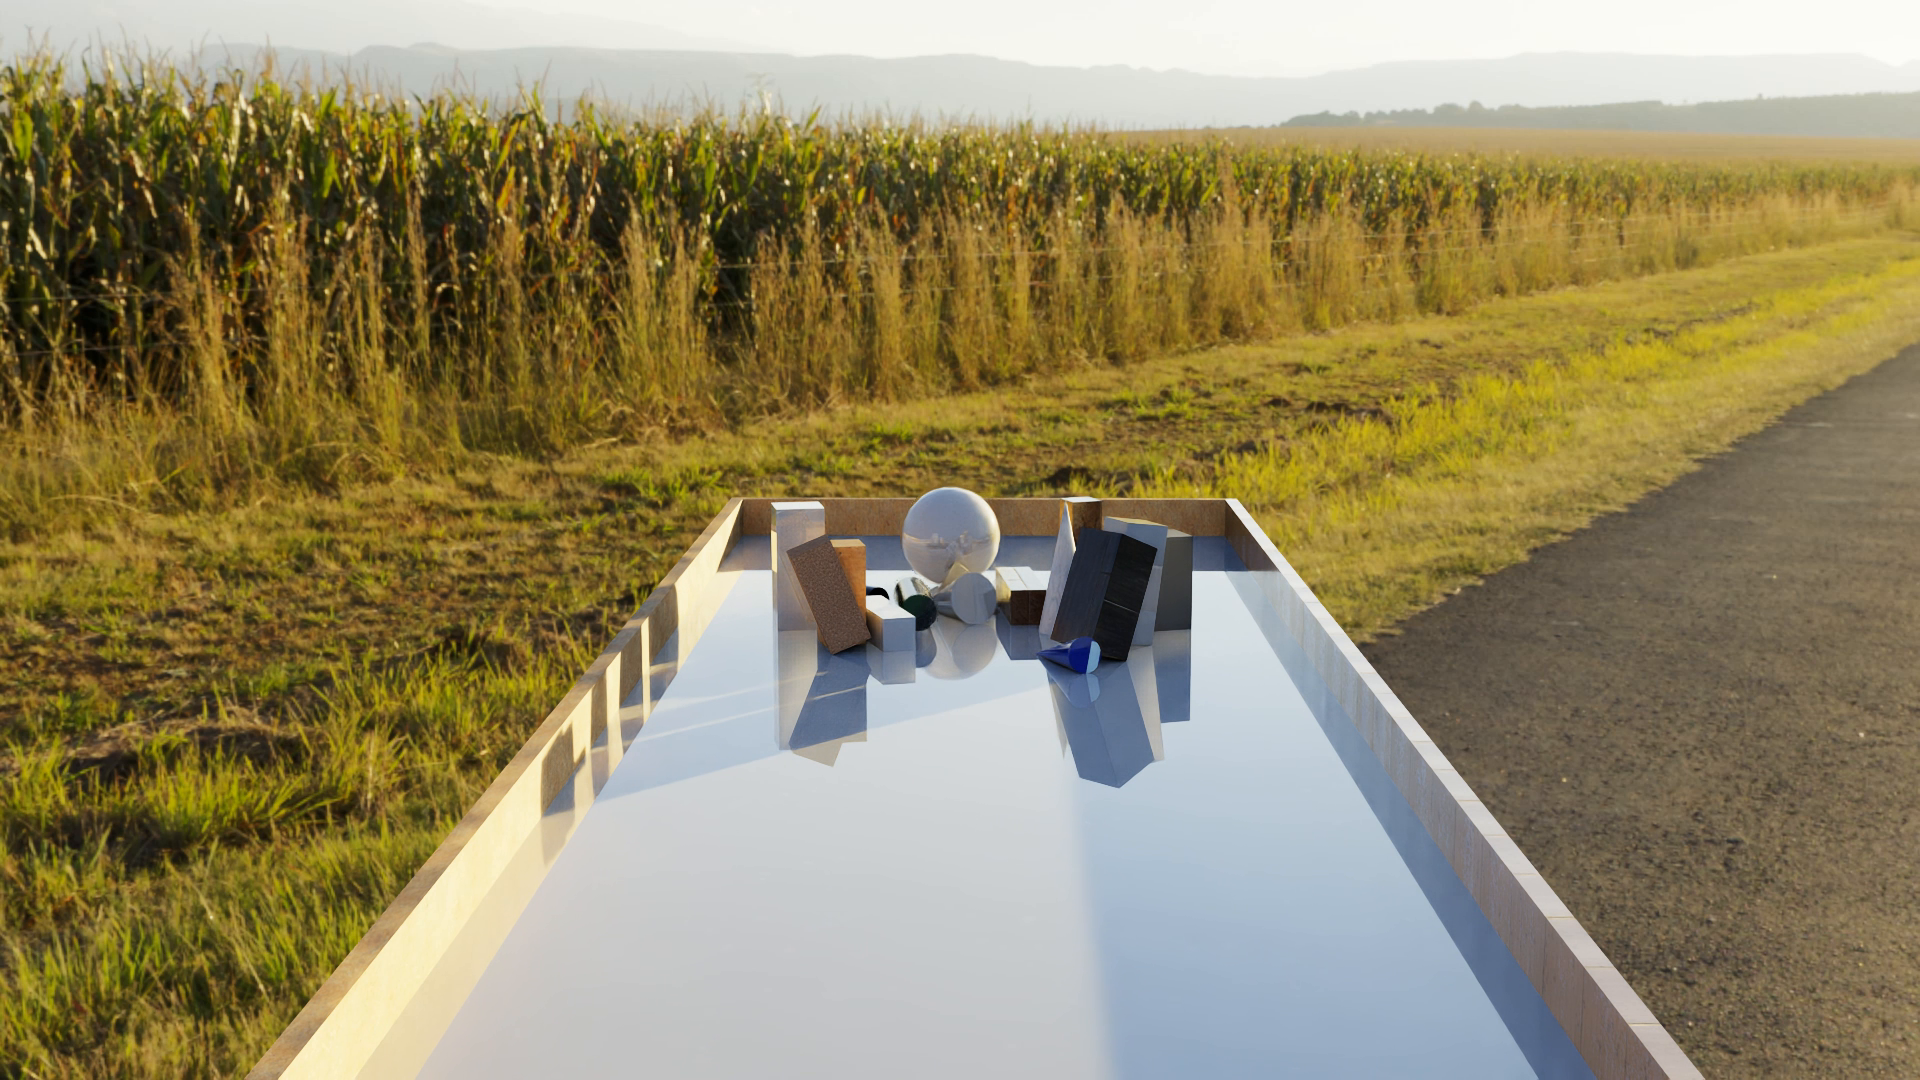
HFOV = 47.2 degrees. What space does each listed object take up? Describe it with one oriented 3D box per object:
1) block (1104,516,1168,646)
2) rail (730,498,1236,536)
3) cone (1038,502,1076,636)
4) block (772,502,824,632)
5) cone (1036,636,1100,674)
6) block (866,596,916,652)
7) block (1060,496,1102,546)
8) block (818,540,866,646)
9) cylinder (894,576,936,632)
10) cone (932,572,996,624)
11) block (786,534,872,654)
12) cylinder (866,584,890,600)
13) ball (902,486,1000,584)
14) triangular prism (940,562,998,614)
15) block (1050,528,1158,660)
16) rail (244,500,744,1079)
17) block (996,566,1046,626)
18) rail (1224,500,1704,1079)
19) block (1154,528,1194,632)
[{"bbox_3d":[0.531,0.128,6.933,0.146,0.379,0.146,5,6,-26],"label":"block"},{"bbox_3d":[0.099,-0.098,9.147,2.100,0.150,0.050,0,9,1],"label":"rail"},{"bbox_3d":[0.340,0.080,7.110,0.170,0.436,0.170,0,9,0],"label":"cone"},{"bbox_3d":[-0.530,0.085,7.202,0.157,0.399,0.157,-2,9,-11],"label":"block"},{"bbox_3d":[0.300,0.346,6.655,0.109,0.109,0.317,-5,0,-27],"label":"cone"},{"bbox_3d":[-0.248,0.264,7.007,0.105,0.105,0.393,-3,9,-18],"label":"block"},{"bbox_3d":[0.398,0.067,7.282,0.105,0.408,0.105,-3,10,-20],"label":"block"},{"bbox_3d":[-0.376,0.165,6.959,0.136,0.314,0.136,-2,10,-12],"label":"block"},{"bbox_3d":[-0.150,0.210,7.293,0.122,0.122,0.331,-1,9,-5],"label":"cylinder"},{"bbox_3d":[-0.049,0.210,7.408,0.174,0.174,0.377,-5,-3,-31],"label":"cone"},{"bbox_3d":[-0.407,0.168,6.811,0.133,0.330,0.133,-24,13,-6],"label":"block"},{"bbox_3d":[-0.395,0.192,7.451,0.109,0.109,0.343,-9,13,-44],"label":"cylinder"},{"bbox_3d":[-0.034,-0.014,7.957,0.357,0.357,0.357,0,9,0],"label":"ball"},{"bbox_3d":[0.028,0.162,7.607,0.130,0.112,0.424,-2,9,-11],"label":"triangular prism"},{"bbox_3d":[0.439,0.164,6.710,0.171,0.358,0.171,21,-8,-43],"label":"block"},{"bbox_3d":[-1.004,0.839,3.234,0.050,0.150,12.000,0,9,1],"label":"rail"},{"bbox_3d":[0.204,0.187,7.452,0.117,0.117,0.447,-1,9,-5],"label":"block"},{"bbox_3d":[1.046,0.843,3.208,0.050,0.150,12.000,0,9,1],"label":"rail"},{"bbox_3d":[0.654,0.131,7.202,0.161,0.307,0.161,-3,9,-17],"label":"block"}]
